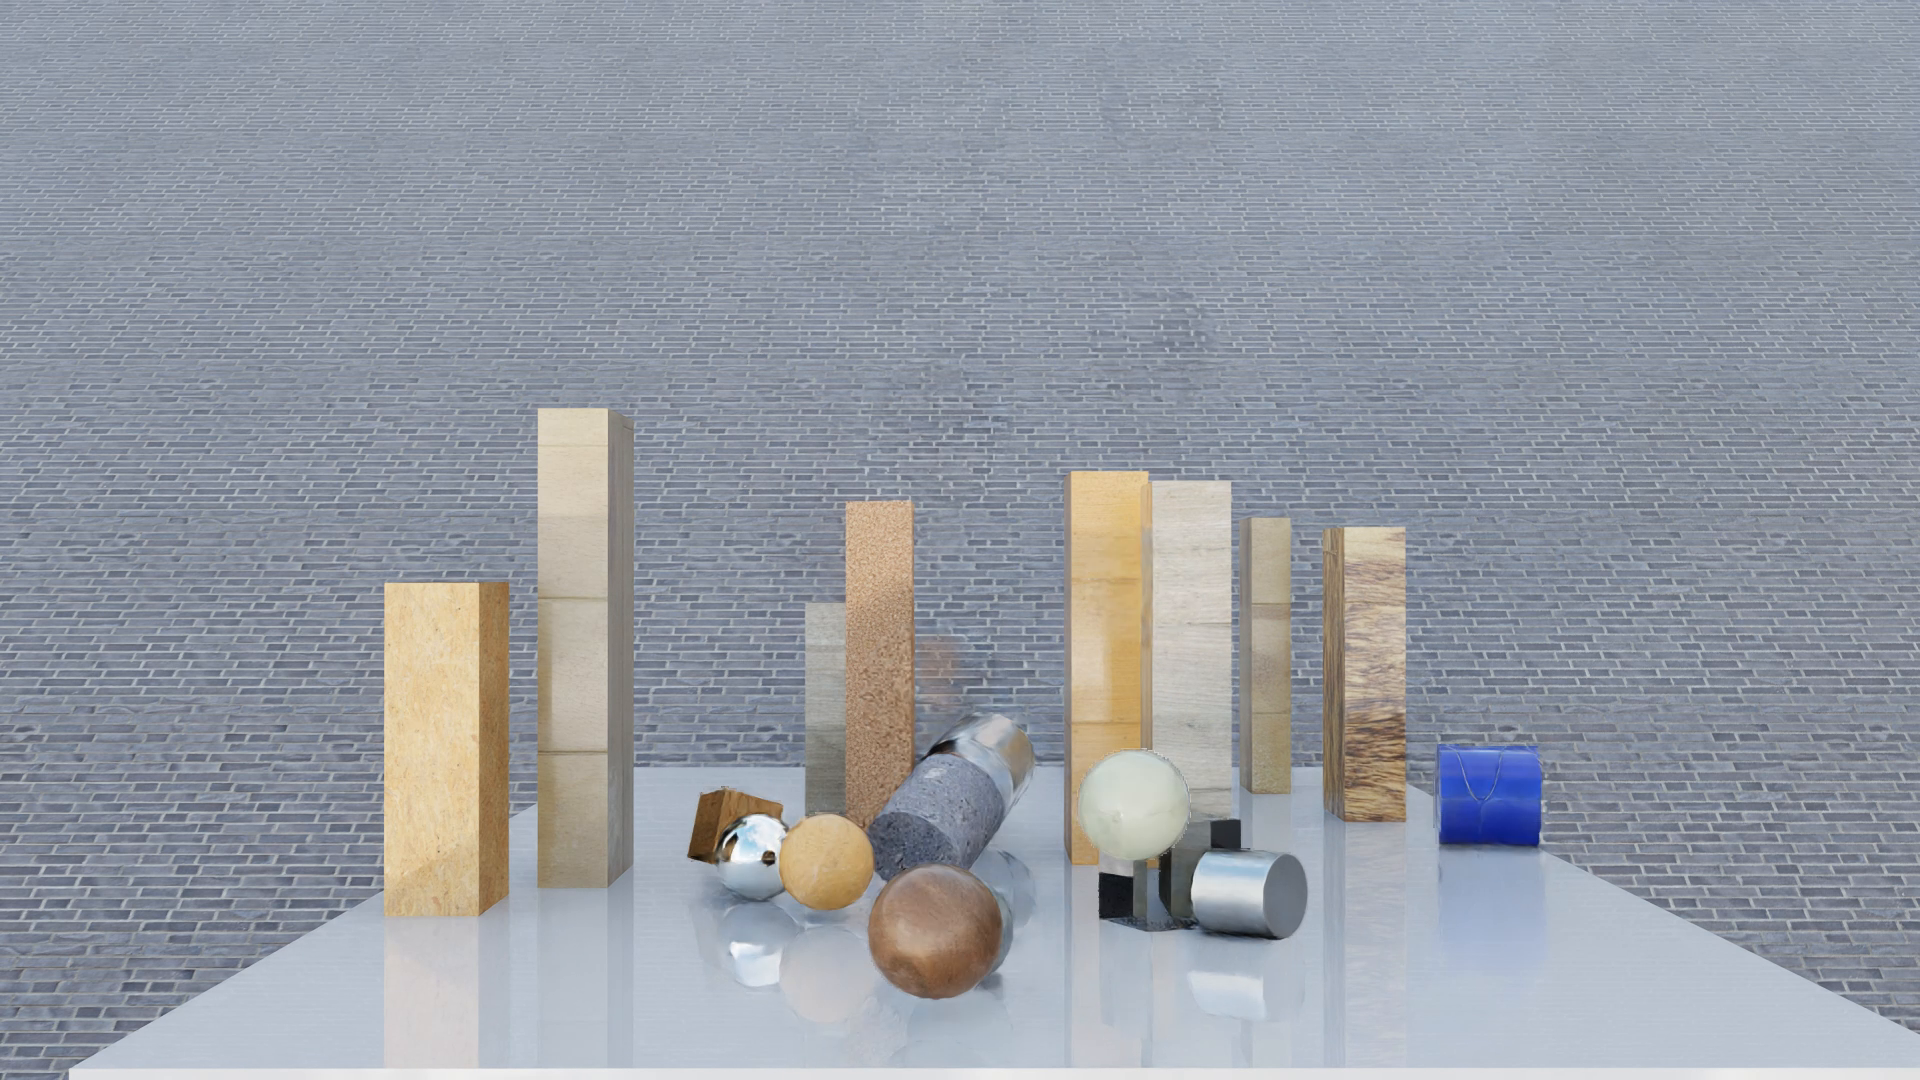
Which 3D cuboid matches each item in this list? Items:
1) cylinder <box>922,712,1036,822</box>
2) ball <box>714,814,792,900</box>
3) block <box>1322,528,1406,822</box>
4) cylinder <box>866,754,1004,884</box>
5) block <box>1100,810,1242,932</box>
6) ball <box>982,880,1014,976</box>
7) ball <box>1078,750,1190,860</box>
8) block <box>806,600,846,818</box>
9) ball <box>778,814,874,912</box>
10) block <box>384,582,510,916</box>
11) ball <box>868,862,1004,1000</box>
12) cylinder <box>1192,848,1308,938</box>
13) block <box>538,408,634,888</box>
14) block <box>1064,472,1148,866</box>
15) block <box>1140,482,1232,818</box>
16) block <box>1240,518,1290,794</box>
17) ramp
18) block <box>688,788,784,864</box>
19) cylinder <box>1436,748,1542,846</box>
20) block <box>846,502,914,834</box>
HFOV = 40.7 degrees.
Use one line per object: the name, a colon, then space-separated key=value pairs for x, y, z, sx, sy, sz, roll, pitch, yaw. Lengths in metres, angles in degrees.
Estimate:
cylinder: x=0.031 y=0.456 z=5.050 sx=0.196 sy=0.196 sz=0.196 roll=8 pitch=13 yaw=12
ball: x=-0.316 y=0.496 z=4.055 sx=0.135 sy=0.135 sz=0.135 roll=0 pitch=31 yaw=0
block: x=0.845 y=0.275 z=5.433 sx=0.124 sy=0.601 sz=0.317 roll=0 pitch=-1 yaw=0
cylinder: x=-0.039 y=0.446 z=4.025 sx=0.163 sy=0.163 sz=0.163 roll=13 pitch=34 yaw=21
block: x=0.308 y=0.484 z=3.800 sx=0.154 sy=0.154 sz=0.154 roll=0 pitch=-1 yaw=-23
ball: x=0.000 y=0.488 z=3.249 sx=0.135 sy=0.135 sz=0.135 roll=0 pitch=31 yaw=0
ball: x=0.223 y=0.340 z=3.325 sx=0.142 sy=0.142 sz=0.142 roll=0 pitch=31 yaw=0
block: x=-0.226 y=0.347 z=5.100 sx=0.141 sy=0.451 sz=0.259 roll=0 pitch=-1 yaw=0
ball: x=-0.198 y=0.479 z=3.847 sx=0.143 sy=0.143 sz=0.143 roll=0 pitch=31 yaw=0
block: x=-0.790 y=0.314 z=4.002 sx=0.141 sy=0.498 sz=0.261 roll=0 pitch=-1 yaw=0
ball: x=-0.028 y=0.452 z=2.997 sx=0.157 sy=0.157 sz=0.157 roll=0 pitch=31 yaw=0
cylinder: x=0.411 y=0.501 z=3.674 sx=0.118 sy=0.118 sz=0.118 roll=0 pitch=25 yaw=39
block: x=-0.630 y=0.177 z=4.379 sx=0.114 sy=0.779 sz=0.339 roll=0 pitch=-1 yaw=0
block: x=0.262 y=0.225 z=4.682 sx=0.134 sy=0.688 sz=0.315 roll=0 pitch=-1 yaw=0
block: x=0.350 y=0.238 z=4.033 sx=0.119 sy=0.650 sz=0.259 roll=0 pitch=-1 yaw=0
block: x=0.712 y=0.266 z=6.055 sx=0.089 sy=0.631 sz=0.266 roll=0 pitch=-1 yaw=0
ramp: x=0.070 y=0.619 z=4.701 sx=2.000 sy=0.100 sz=4.000 roll=0 pitch=-1 yaw=0
block: x=-0.375 y=0.486 z=4.321 sx=0.107 sy=0.107 sz=0.107 roll=19 pitch=-20 yaw=-25
cylinder: x=0.982 y=0.477 z=4.825 sx=0.180 sy=0.180 sz=0.180 roll=1 pitch=31 yaw=7
block: x=-0.151 y=0.251 z=4.944 sx=0.122 sy=0.642 sz=0.300 roll=0 pitch=-1 yaw=0
